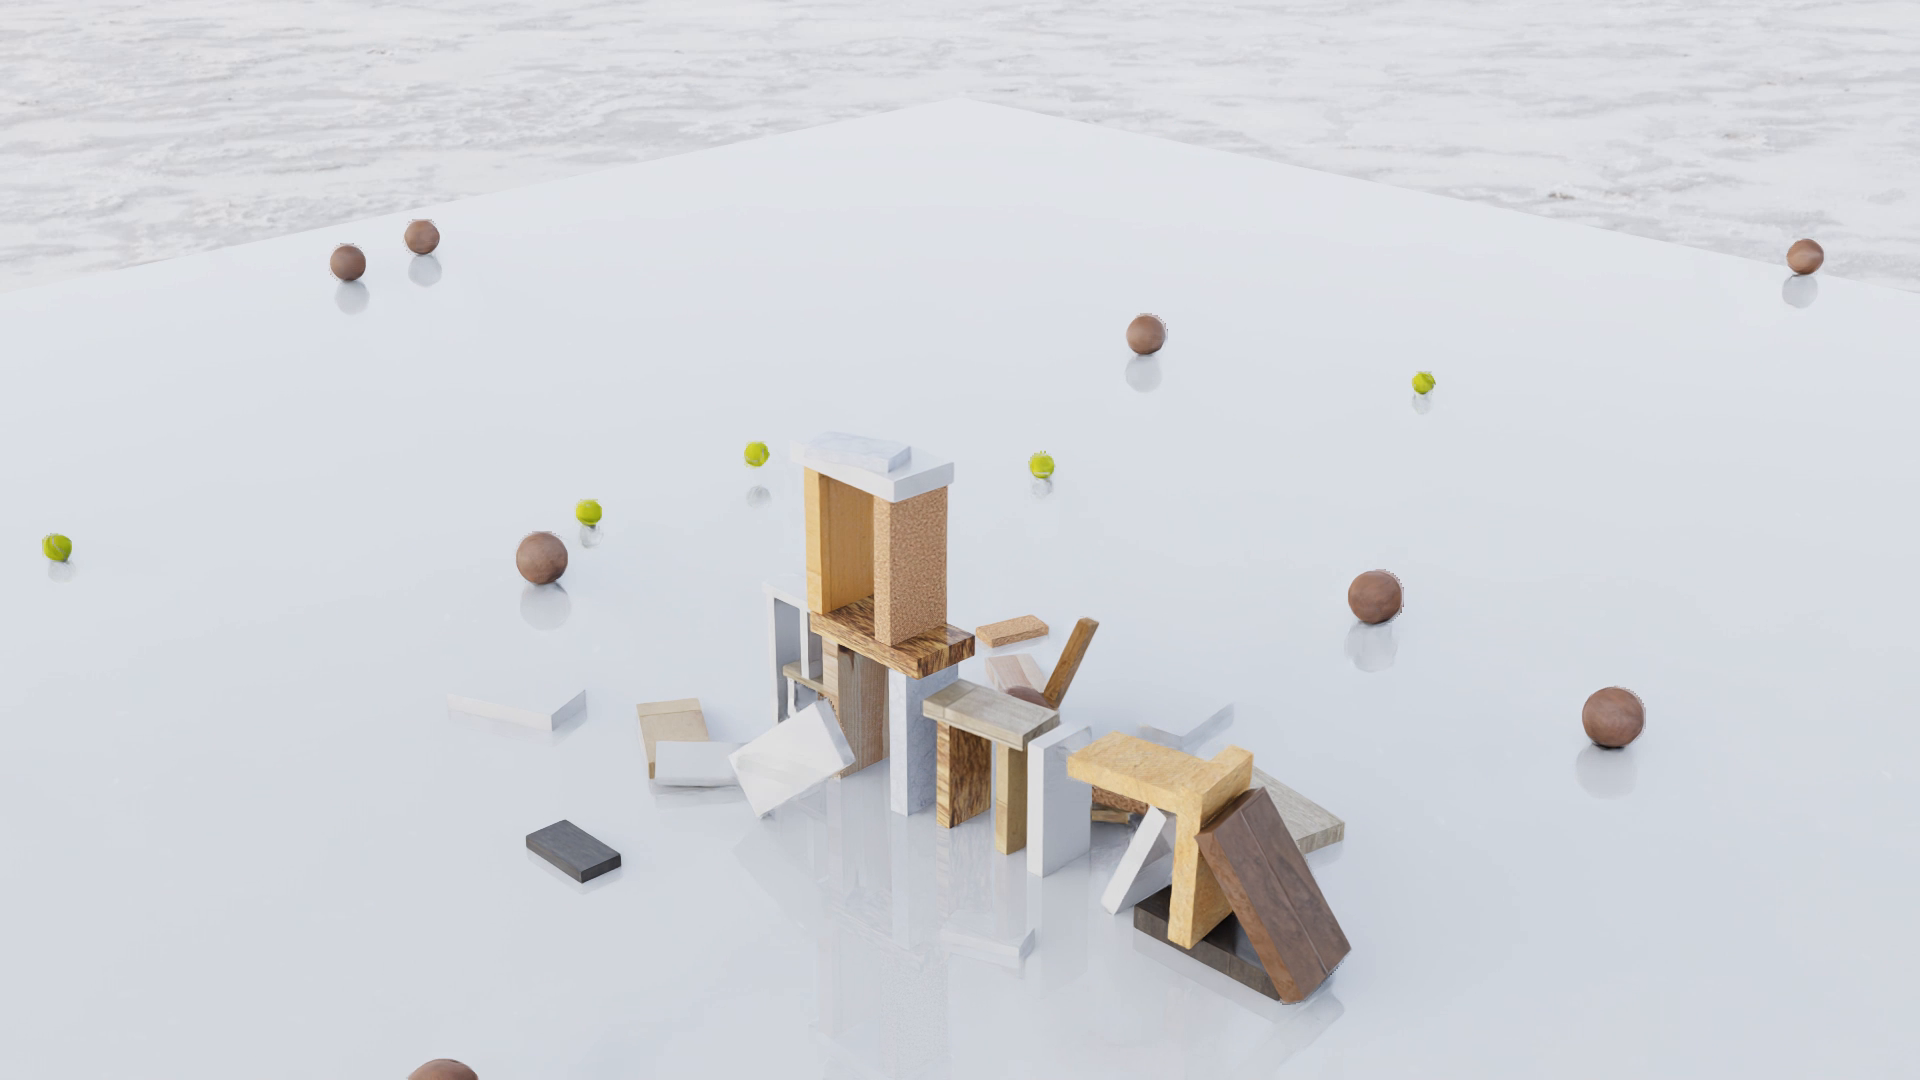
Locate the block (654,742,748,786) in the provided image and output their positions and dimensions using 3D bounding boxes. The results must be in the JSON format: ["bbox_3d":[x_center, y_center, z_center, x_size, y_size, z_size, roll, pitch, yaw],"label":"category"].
[{"bbox_3d":[-0.523,0.465,4.567,0.215,0.027,0.094,2,47,-6],"label":"block"}]

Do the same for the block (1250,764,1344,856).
[{"bbox_3d":[0.621,0.544,4.426,0.144,0.041,0.289,-15,27,-31],"label":"block"}]

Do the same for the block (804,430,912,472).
[{"bbox_3d":[-0.200,-0.173,4.290,0.187,0.027,0.094,11,25,24],"label":"block"}]

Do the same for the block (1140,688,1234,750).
[{"bbox_3d":[0.497,0.389,4.806,0.107,0.030,0.213,17,28,34],"label":"block"}]

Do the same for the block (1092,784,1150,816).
[{"bbox_3d":[0.244,0.479,4.441,0.289,0.041,0.144,16,12,-8],"label":"block"}]

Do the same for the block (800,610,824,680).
[{"bbox_3d":[-0.299,0.208,4.638,0.022,0.158,0.079,21,31,41],"label":"block"}]

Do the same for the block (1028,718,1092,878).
[{"bbox_3d":[0.192,0.496,4.233,0.040,0.280,0.140,20,30,40],"label":"block"}]

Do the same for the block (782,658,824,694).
[{"bbox_3d":[-0.300,0.289,4.677,0.147,0.021,0.073,21,31,41],"label":"block"}]

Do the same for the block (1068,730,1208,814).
[{"bbox_3d":[0.350,0.426,4.019,0.280,0.040,0.140,15,27,39],"label":"block"}]

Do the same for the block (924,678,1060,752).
[{"bbox_3d":[0.060,0.340,4.298,0.241,0.034,0.121,17,28,34],"label":"block"}]

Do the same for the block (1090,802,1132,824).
[{"bbox_3d":[0.265,0.542,4.432,0.156,0.022,0.078,5,11,8],"label":"block"}]

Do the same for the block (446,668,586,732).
[{"bbox_3d":[-0.985,0.353,4.880,0.274,0.039,0.137,10,25,22],"label":"block"}]

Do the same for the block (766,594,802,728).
[{"bbox_3d":[-0.373,0.256,4.740,0.022,0.326,0.079,21,31,41],"label":"block"}]

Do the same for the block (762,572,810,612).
[{"bbox_3d":[-0.336,0.111,4.637,0.158,0.022,0.079,21,31,41],"label":"block"}]

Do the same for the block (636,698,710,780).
[{"bbox_3d":[-0.612,0.423,4.715,0.137,0.039,0.274,-5,24,-12],"label":"block"}]

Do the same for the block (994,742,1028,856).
[{"bbox_3d":[0.126,0.487,4.304,0.121,0.241,0.034,-18,29,-37],"label":"block"}]

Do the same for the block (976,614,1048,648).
[{"bbox_3d":[0.124,0.216,5.224,0.156,0.022,0.078,-12,26,-26],"label":"block"}]

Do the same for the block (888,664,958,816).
[{"bbox_3d":[-0.072,0.384,4.449,0.045,0.318,0.159,19,29,37],"label":"block"}]

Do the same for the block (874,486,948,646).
[{"bbox_3d":[-0.097,0.038,4.340,0.157,0.313,0.044,-21,32,-41],"label":"block"}]

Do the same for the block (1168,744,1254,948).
[{"bbox_3d":[0.446,0.546,3.915,0.047,0.334,0.167,21,34,33],"label":"block"}]

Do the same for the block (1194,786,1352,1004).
[{"bbox_3d":[0.548,0.617,3.837,0.047,0.334,0.167,-24,7,47],"label":"block"}]

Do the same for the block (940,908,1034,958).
[{"bbox_3d":[0.051,0.721,4.033,0.156,0.022,0.078,10,25,22],"label":"block"}]

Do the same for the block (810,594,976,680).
[{"bbox_3d":[-0.138,0.188,4.447,0.159,0.045,0.318,-21,31,-40],"label":"block"}]

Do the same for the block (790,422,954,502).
[{"bbox_3d":[-0.175,-0.156,4.340,0.157,0.044,0.313,-20,30,-39],"label":"block"}]

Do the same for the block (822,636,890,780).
[{"bbox_3d":[-0.209,0.325,4.589,0.045,0.318,0.159,21,31,40],"label":"block"}]

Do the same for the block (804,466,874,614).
[{"bbox_3d":[-0.241,-0.019,4.477,0.044,0.313,0.157,21,31,40],"label":"block"}]

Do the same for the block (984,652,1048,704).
[{"bbox_3d":[0.135,0.320,4.969,0.107,0.030,0.213,-6,24,-13],"label":"block"}]

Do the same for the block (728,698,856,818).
[{"bbox_3d":[-0.336,0.435,4.374,0.274,0.137,0.039,-33,-11,36],"label":"block"}]

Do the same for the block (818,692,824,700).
[{"bbox_3d":[-0.266,0.380,4.678,0.021,0.147,0.073,21,31,41],"label":"block"}]

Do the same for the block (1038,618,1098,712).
[{"bbox_3d":[0.233,0.277,4.798,0.030,0.222,0.107,27,7,12],"label":"block"}]

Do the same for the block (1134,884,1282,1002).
[{"bbox_3d":[0.498,0.718,4.007,0.167,0.047,0.334,-21,31,-40],"label":"block"}]

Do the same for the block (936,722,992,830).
[{"bbox_3d":[0.009,0.446,4.400,0.034,0.241,0.121,22,31,40],"label":"block"}]

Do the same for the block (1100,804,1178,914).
[{"bbox_3d":[0.365,0.568,4.074,0.140,0.280,0.040,-21,55,-41],"label":"block"}]

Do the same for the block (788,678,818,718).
[{"bbox_3d":[-0.335,0.353,4.741,0.021,0.147,0.073,21,31,41],"label":"block"}]

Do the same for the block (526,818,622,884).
[{"bbox_3d":[-0.756,0.607,4.296,0.094,0.027,0.187,-21,31,-40],"label":"block"}]
